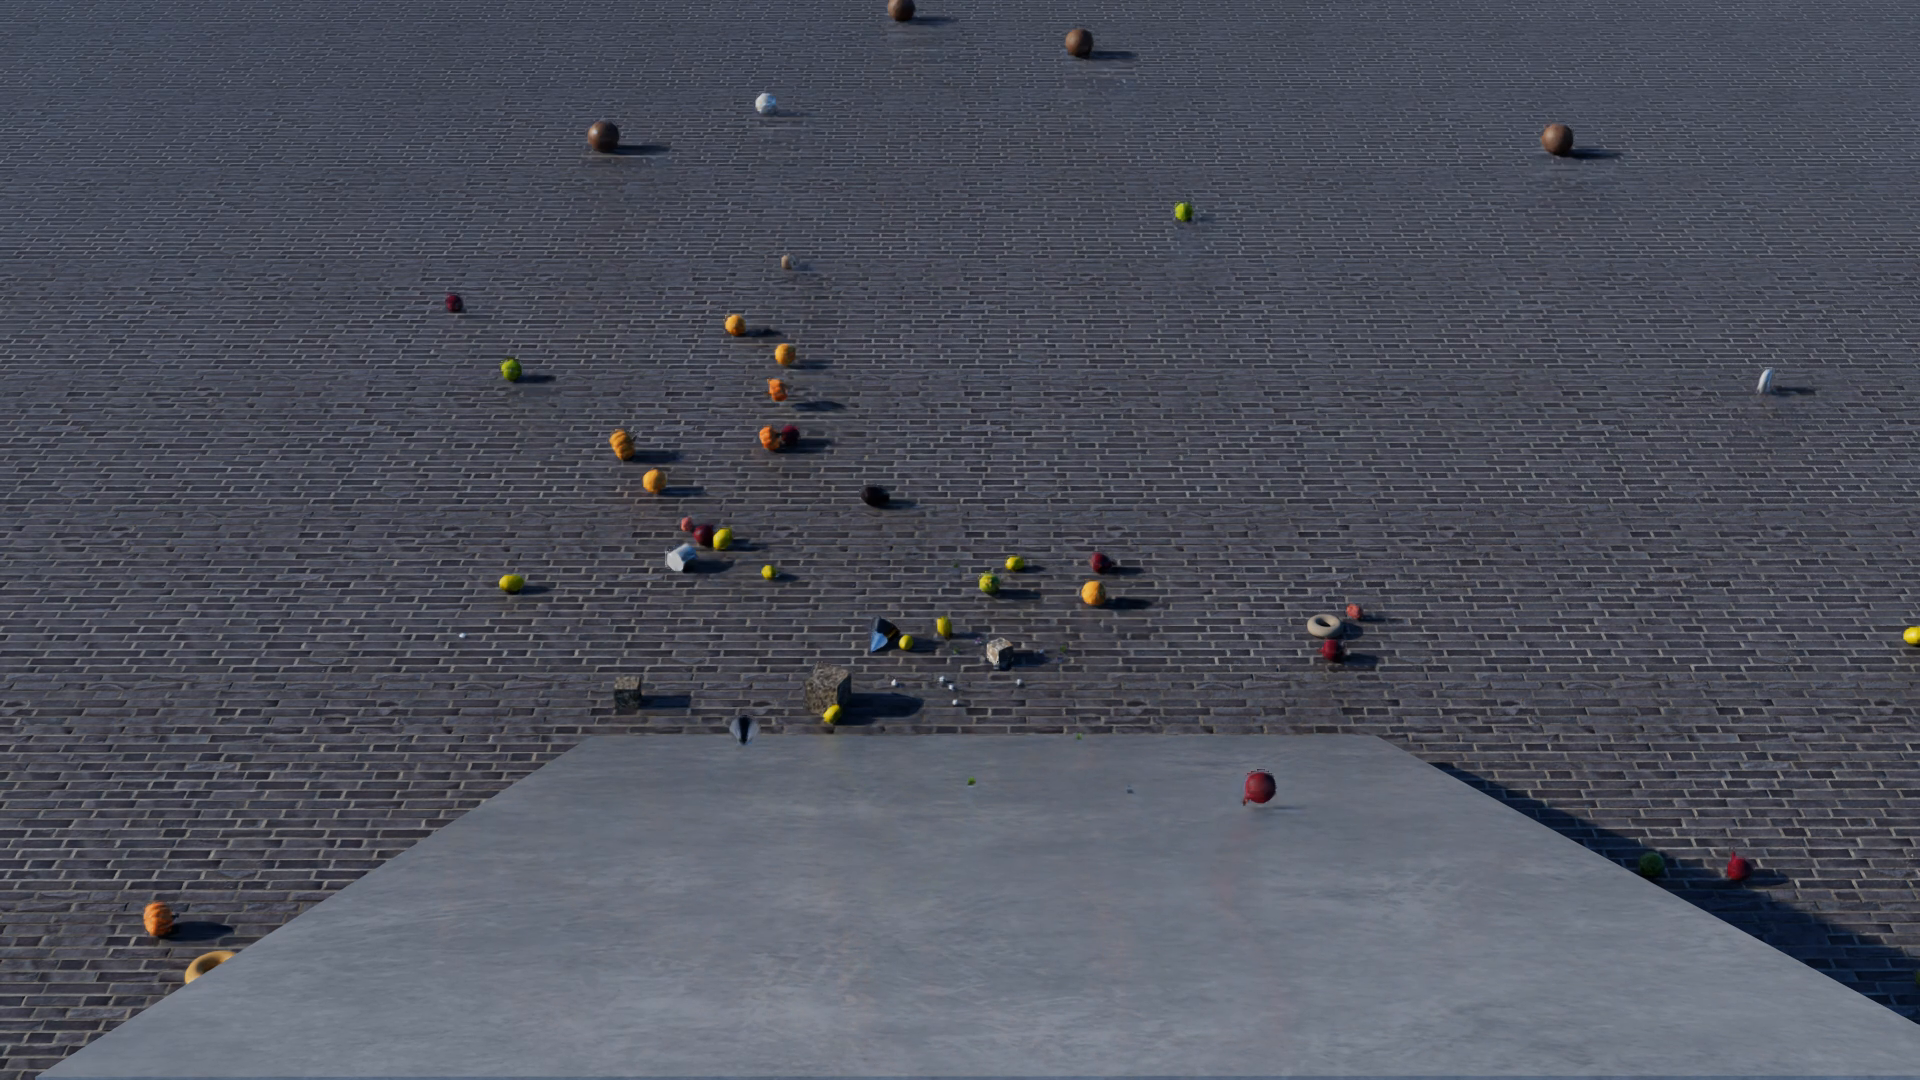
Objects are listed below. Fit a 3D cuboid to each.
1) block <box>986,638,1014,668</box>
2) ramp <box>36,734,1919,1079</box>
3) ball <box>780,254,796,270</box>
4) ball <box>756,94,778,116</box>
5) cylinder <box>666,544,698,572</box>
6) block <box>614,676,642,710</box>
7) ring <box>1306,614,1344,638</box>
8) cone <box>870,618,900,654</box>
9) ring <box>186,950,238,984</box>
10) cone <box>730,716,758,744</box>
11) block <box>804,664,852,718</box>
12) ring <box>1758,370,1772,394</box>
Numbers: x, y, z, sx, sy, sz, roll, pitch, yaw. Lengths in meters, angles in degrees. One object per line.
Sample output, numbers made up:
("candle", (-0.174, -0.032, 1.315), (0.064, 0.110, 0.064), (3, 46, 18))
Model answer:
("block", (0.110, 0.308, 7.099), (0.053, 0.053, 0.053), (-20, 34, -33))
("ramp", (0.064, 0.571, 4.612), (2.000, 0.100, 4.000), (0, 1, 0))
("ball", (-0.638, -1.033, 9.596), (0.056, 0.056, 0.056), (0, 28, 0))
("ball", (-0.833, -1.877, 11.128), (0.094, 0.094, 0.094), (0, 28, 0))
("cylinder", (-0.814, 0.053, 7.564), (0.063, 0.063, 0.063), (19, 36, 31))
("block", (-0.888, 0.408, 6.901), (0.064, 0.064, 0.064), (0, 28, 0))
("ring", (1.024, 0.242, 7.242), (0.104, 0.035, 0.104), (0, 29, 0))
("cone", (-0.227, 0.278, 7.168), (0.090, 0.090, 0.090), (15, 58, 25))
("ring", (-1.682, 0.982, 5.851), (0.142, 0.047, 0.142), (-1, 28, 1))
("cone", (-0.534, 0.486, 6.376), (0.072, 0.072, 0.072), (-1, 27, -3))
("block", (-0.350, 0.402, 6.881), (0.094, 0.094, 0.094), (11, 30, 20))
("ring", (2.691, -0.529, 8.631), (0.027, 0.081, 0.081), (21, 34, 28))
